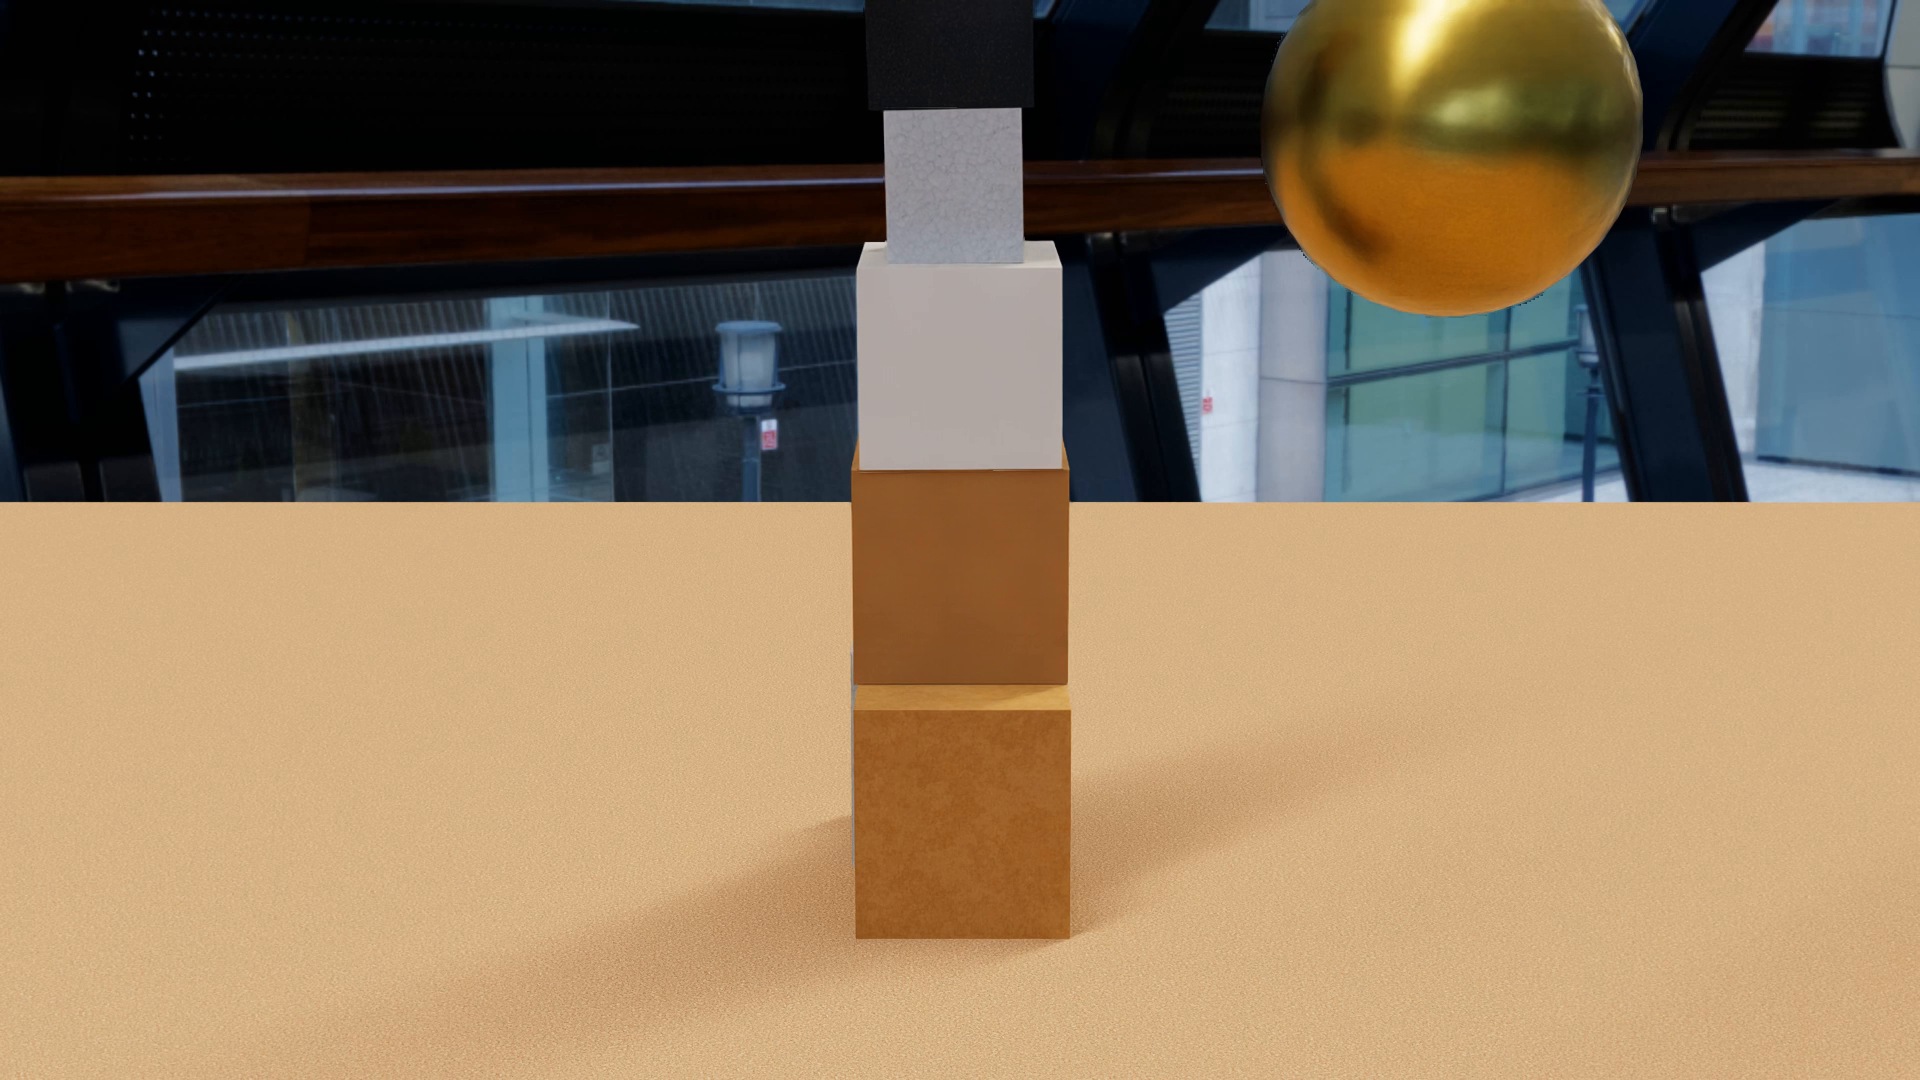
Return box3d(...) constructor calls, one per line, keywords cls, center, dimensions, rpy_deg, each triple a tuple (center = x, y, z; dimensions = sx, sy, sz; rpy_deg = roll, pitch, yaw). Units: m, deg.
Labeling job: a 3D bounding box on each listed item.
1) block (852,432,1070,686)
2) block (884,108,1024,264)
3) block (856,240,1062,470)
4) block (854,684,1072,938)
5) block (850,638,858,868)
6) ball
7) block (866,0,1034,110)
box3d(cls="block", center=(0.002, 0.051, 11.168), dimensions=(0.902, 0.923, 0.971), rpy_deg=(0, 13, 0))
box3d(cls="block", center=(-0.024, -1.523, 10.801), dimensions=(0.561, 0.623, 0.683), rpy_deg=(-1, 14, 0))
box3d(cls="block", center=(0.000, -0.806, 10.970), dimensions=(0.834, 0.830, 0.992), rpy_deg=(0, 13, 0))
box3d(cls="block", center=(0.010, 1.078, 10.930), dimensions=(0.881, 0.967, 0.956), rpy_deg=(0, 10, 0))
box3d(cls="block", center=(-0.006, 0.902, 11.835), dimensions=(0.956, 0.990, 0.869), rpy_deg=(0, 10, 0))
box3d(cls="ball", center=(2.074, -1.746, 10.863), dimensions=(1.600, 1.600, 1.600), rpy_deg=(0, 10, 0))
box3d(cls="block", center=(-0.043, -2.185, 10.639), dimensions=(0.675, 0.737, 0.654), rpy_deg=(-1, 14, 0))
